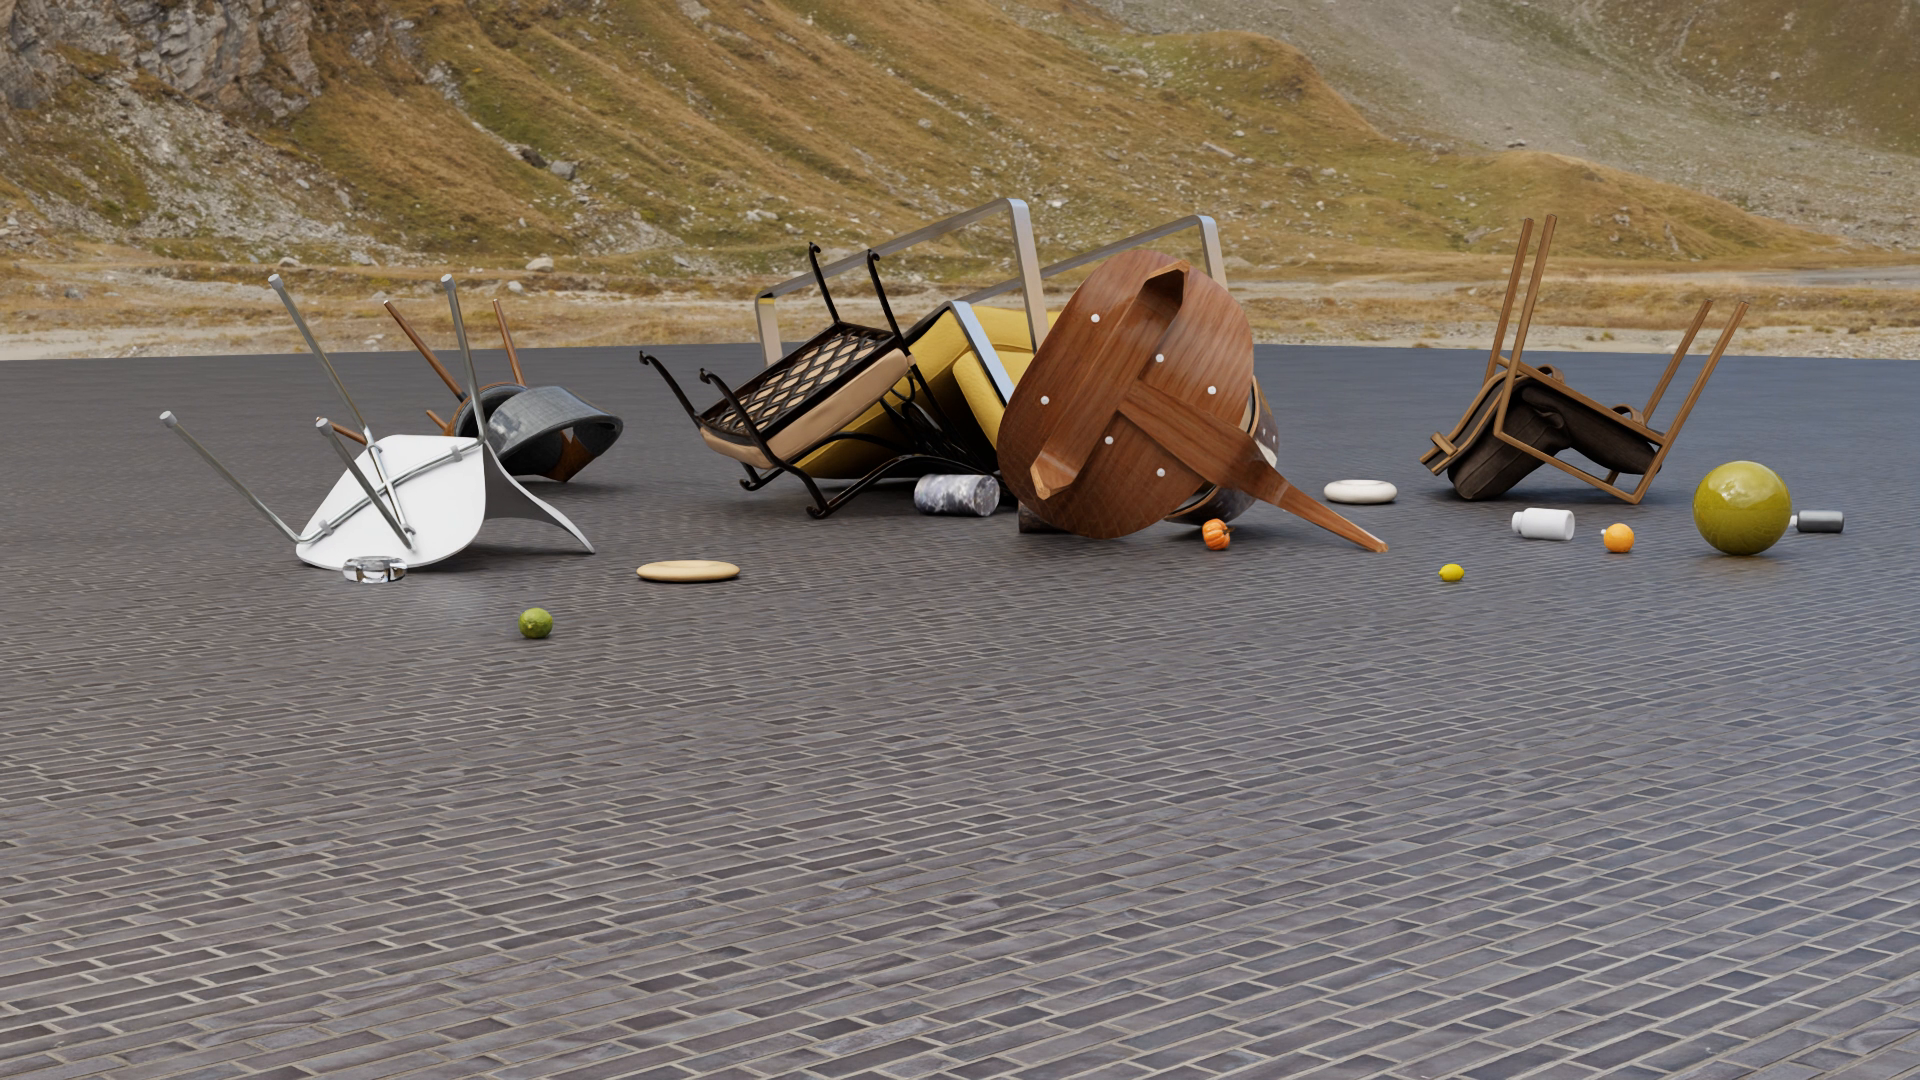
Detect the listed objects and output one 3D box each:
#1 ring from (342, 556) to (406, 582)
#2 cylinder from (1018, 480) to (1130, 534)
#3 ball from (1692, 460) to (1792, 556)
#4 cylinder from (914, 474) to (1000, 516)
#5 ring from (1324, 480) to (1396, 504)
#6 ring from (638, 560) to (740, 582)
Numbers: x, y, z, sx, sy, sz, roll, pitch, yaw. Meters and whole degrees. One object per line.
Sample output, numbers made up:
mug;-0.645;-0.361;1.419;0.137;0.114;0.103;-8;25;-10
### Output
ring;-1.269;0.063;5.563;0.133;0.050;0.150;-4;6;-40
cylinder;0.294;-0.085;6.597;0.279;0.129;0.145;1;25;5
ball;1.842;-0.075;6.041;0.225;0.225;0.225;0;6;0
cylinder;-0.008;-0.125;7.086;0.180;0.111;0.172;0;10;25
ring;1.173;-0.141;7.515;0.211;0.056;0.298;-1;5;0
ring;-0.593;0.068;5.598;0.227;0.032;0.216;-3;6;-28
